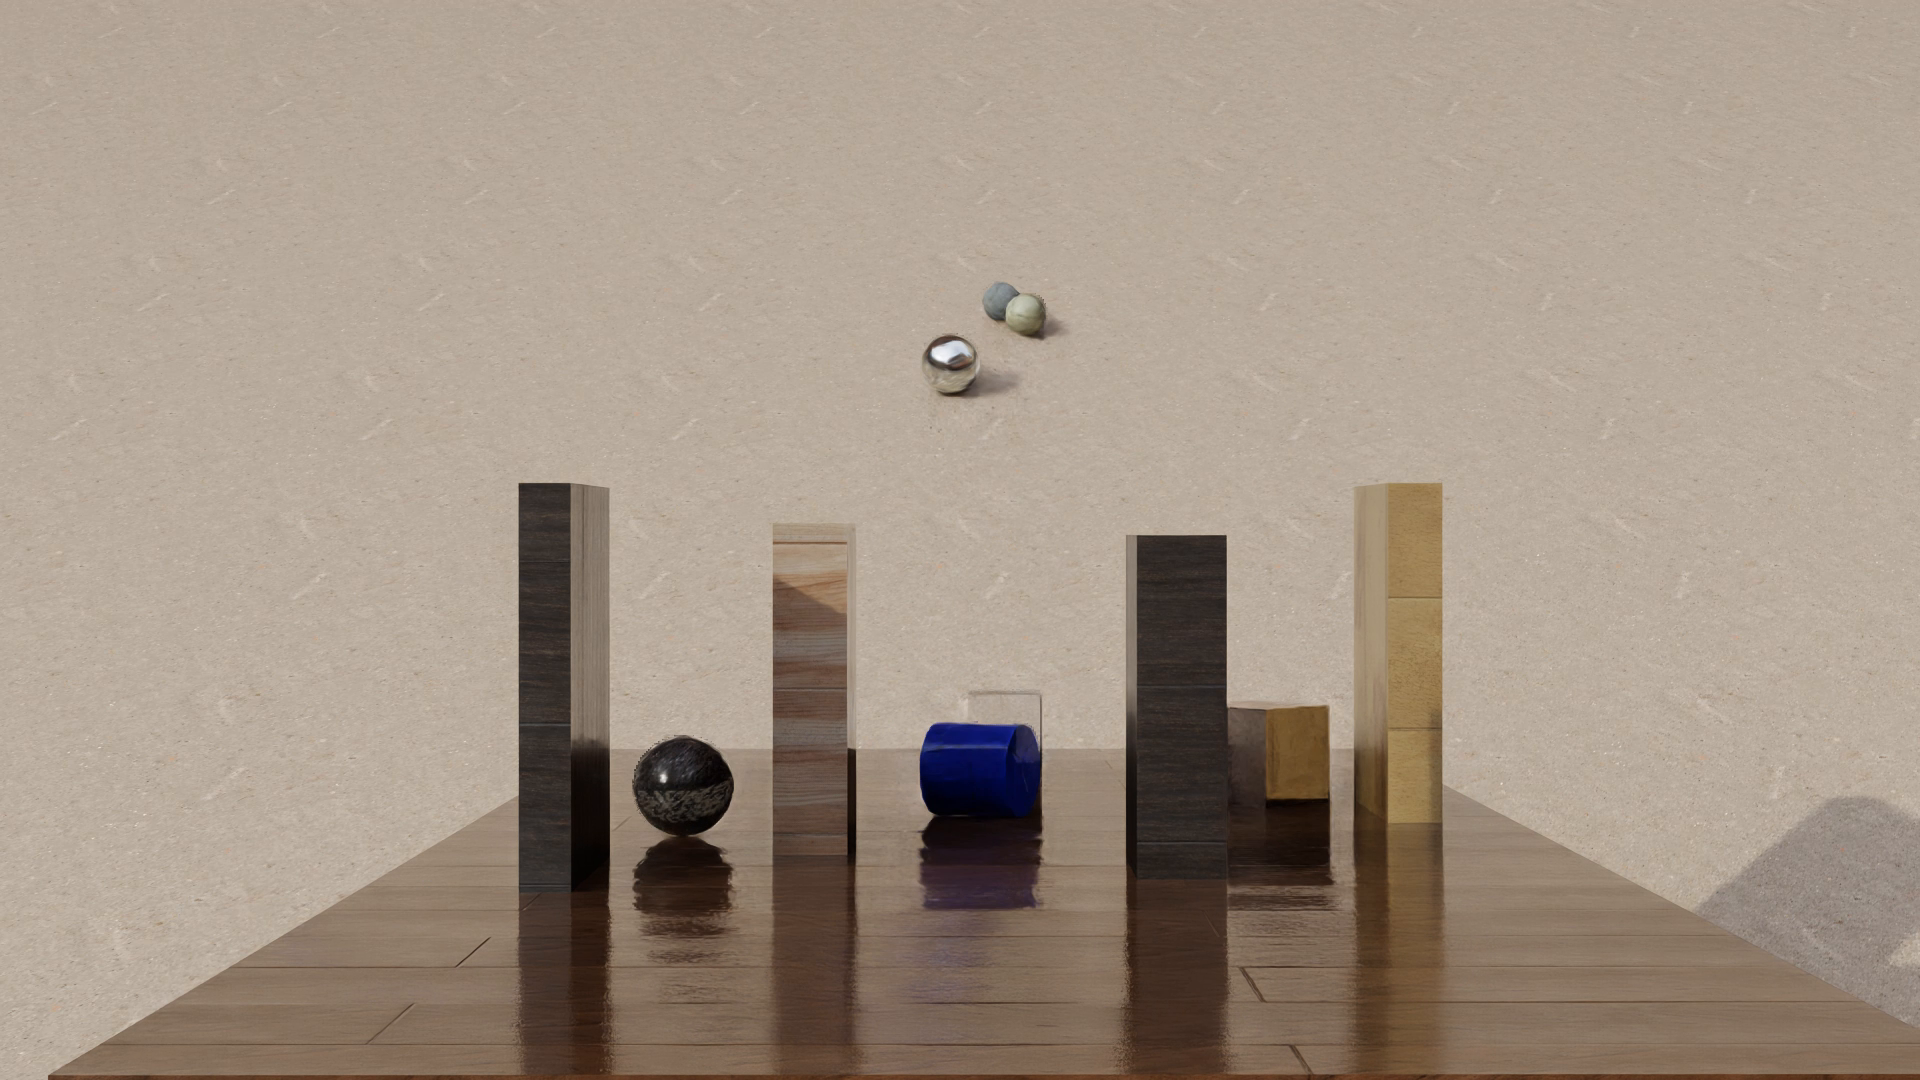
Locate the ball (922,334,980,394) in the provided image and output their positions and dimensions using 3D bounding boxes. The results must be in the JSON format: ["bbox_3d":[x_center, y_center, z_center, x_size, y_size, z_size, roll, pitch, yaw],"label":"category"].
[{"bbox_3d":[-0.032,-0.585,8.602,0.194,0.194,0.194,0,30,0],"label":"ball"}]

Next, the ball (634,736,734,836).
[{"bbox_3d":[-0.505,0.451,4.732,0.181,0.181,0.181,0,30,0],"label":"ball"}]

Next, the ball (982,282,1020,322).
[{"bbox_3d":[0.147,-0.838,9.110,0.135,0.135,0.135,0,30,0],"label":"ball"}]

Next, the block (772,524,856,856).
[{"bbox_3d":[-0.258,0.256,4.646,0.128,0.571,0.393,0,0,0],"label":"block"}]

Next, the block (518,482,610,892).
[{"bbox_3d":[-0.640,0.227,4.206,0.081,0.631,0.445,0,0,0],"label":"block"}]

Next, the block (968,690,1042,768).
[{"bbox_3d":[0.104,0.451,6.173,0.172,0.172,0.172,0,0,-1],"label":"block"}]

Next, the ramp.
[{"bbox_3d":[0.066,0.591,4.644,2.000,0.100,4.000,0,0,0],"label":"ramp"}]

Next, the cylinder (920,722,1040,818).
[{"bbox_3d":[0.040,0.449,5.054,0.180,0.180,0.180,0,27,23],"label":"cylinder"}]

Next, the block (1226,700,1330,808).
[{"bbox_3d":[0.623,0.440,5.342,0.199,0.199,0.199,0,0,-42],"label":"block"}]

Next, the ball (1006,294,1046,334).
[{"bbox_3d":[0.228,-0.786,9.010,0.142,0.142,0.142,0,30,0],"label":"ball"}]

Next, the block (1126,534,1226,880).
[{"bbox_3d":[0.354,0.267,4.266,0.144,0.550,0.266,0,0,0],"label":"block"}]

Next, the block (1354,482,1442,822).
[{"bbox_3d":[0.870,0.215,5.154,0.103,0.649,0.429,0,0,0],"label":"block"}]
